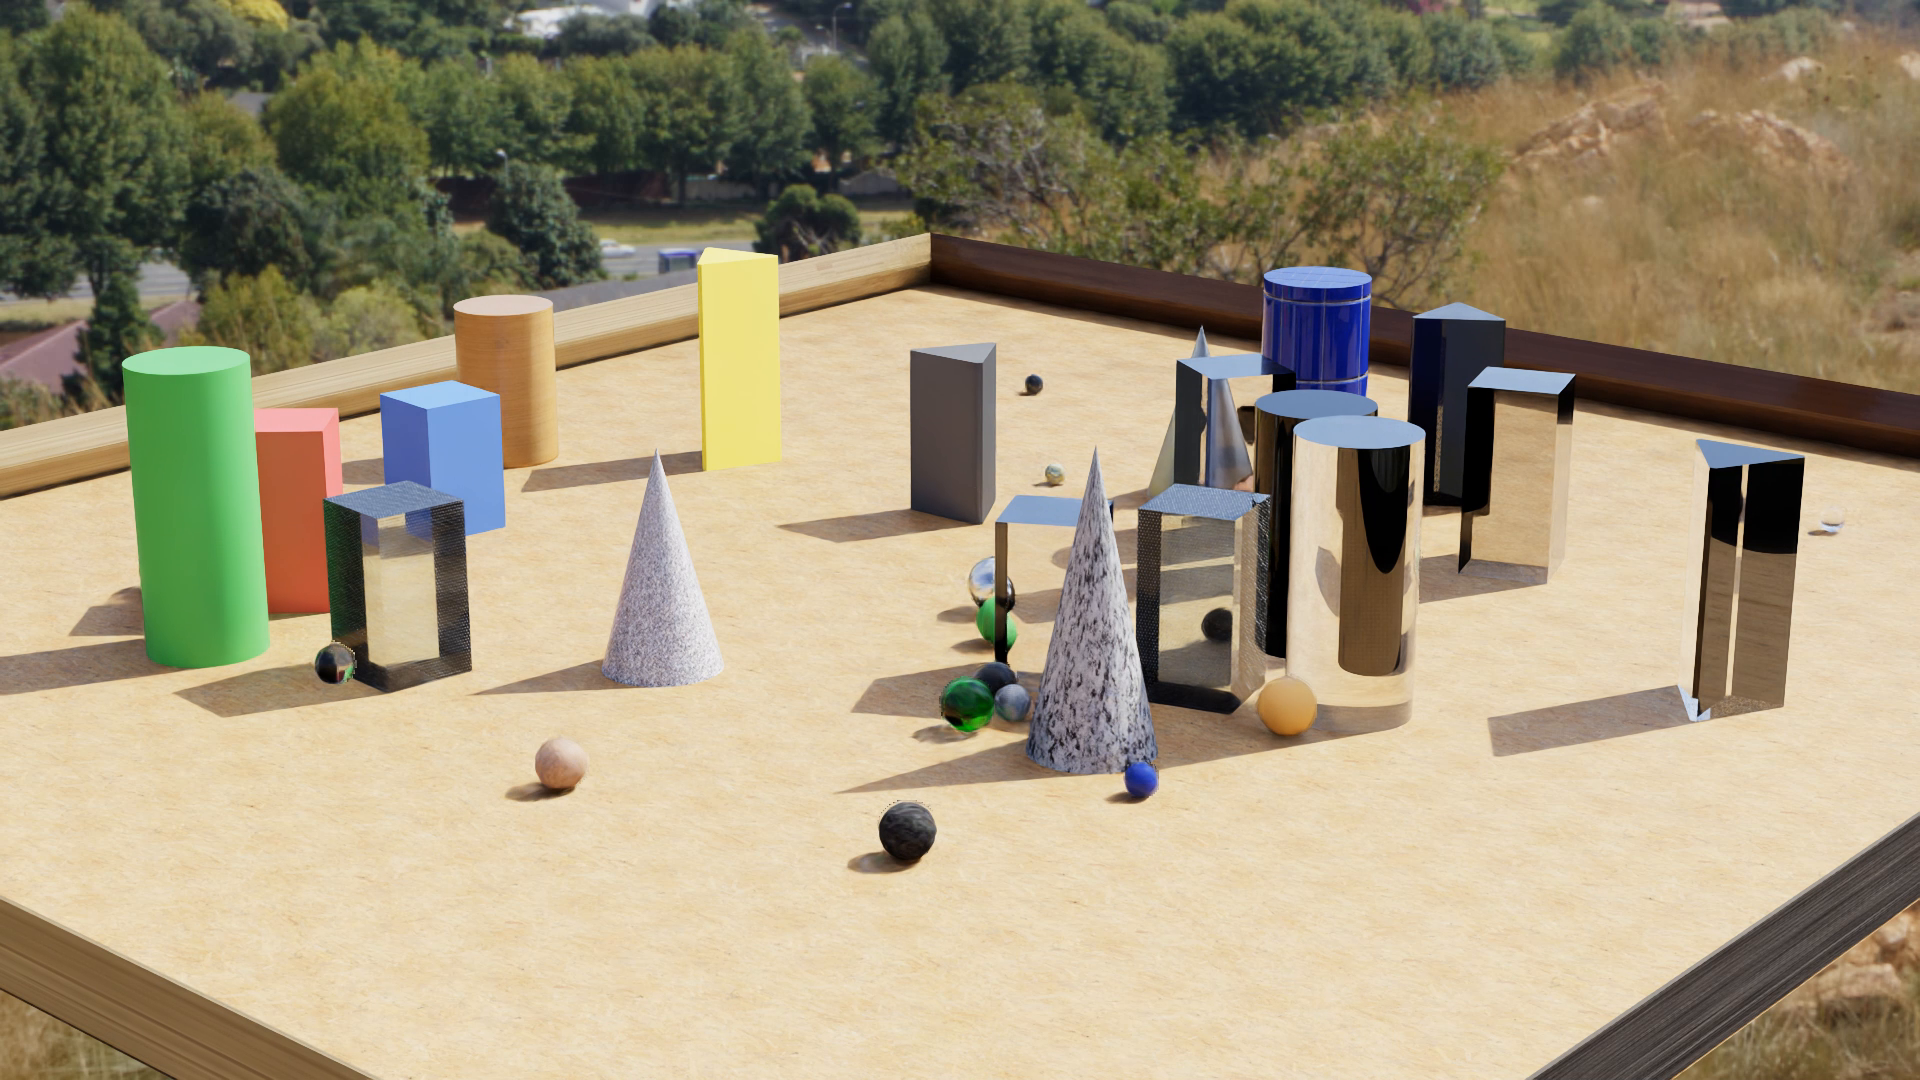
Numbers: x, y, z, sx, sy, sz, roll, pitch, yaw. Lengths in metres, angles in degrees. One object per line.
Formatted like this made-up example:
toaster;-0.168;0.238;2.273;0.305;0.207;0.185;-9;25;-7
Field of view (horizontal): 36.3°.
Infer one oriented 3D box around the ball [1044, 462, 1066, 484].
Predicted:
ball;0.189;-0.132;5.819;0.043;0.043;0.043;0;17;0

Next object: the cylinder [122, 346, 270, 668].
cylinder;-1.245;-0.055;4.790;0.200;0.490;0.200;0;17;0

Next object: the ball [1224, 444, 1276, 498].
ball;0.539;-0.128;5.450;0.100;0.100;0.100;0;17;0

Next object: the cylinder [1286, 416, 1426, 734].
cylinder;0.605;0.051;4.507;0.200;0.450;0.200;0;17;0

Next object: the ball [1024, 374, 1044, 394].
ball;0.165;-0.347;6.534;0.043;0.043;0.043;0;17;0

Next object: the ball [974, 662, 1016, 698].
ball;0.055;0.224;4.595;0.067;0.067;0.067;0;17;0

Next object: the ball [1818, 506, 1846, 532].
ball;1.636;-0.039;5.501;0.048;0.048;0.048;0;17;0

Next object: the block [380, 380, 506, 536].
block;-0.970;-0.149;5.505;0.160;0.257;0.160;-15;22;-41

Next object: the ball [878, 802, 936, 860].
ball;-0.072;0.397;4.000;0.079;0.079;0.079;0;17;0

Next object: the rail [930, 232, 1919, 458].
rail;1.281;-0.393;6.532;3.643;0.130;0.045;14;22;39

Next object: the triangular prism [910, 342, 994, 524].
triangular prism;0.019;-0.212;5.614;0.173;0.314;0.150;13;21;38

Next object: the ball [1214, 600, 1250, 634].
ball;0.456;0.129;4.924;0.060;0.060;0.060;0;17;0

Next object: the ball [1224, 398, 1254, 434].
ball;0.582;-0.260;6.187;0.077;0.077;0.077;0;17;0

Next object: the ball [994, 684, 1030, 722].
ball;0.081;0.251;4.524;0.057;0.057;0.057;0;17;0

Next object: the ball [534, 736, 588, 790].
ball;-0.578;0.324;4.250;0.076;0.076;0.076;0;17;0

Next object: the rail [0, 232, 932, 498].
rail;-1.357;-0.307;6.248;0.045;0.130;3.955;14;22;39

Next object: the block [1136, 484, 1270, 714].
block;0.381;0.091;4.610;0.160;0.314;0.160;8;18;24

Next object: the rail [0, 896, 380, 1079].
rail;-1.281;0.458;3.707;3.643;0.130;0.045;14;22;39

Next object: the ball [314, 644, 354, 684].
ball;-1.000;0.198;4.688;0.063;0.063;0.063;0;17;0

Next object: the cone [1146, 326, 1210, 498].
cone;0.467;-0.254;5.708;0.200;0.340;0.200;0;17;0

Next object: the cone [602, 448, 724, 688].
cone;-0.483;0.029;4.718;0.200;0.371;0.200;0;17;0

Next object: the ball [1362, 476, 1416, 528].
ball;0.808;-0.072;5.523;0.099;0.099;0.099;0;17;0

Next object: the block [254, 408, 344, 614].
block;-1.159;-0.051;5.068;0.160;0.322;0.160;-1;17;-2

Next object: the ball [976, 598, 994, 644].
ball;0.068;0.133;4.873;0.080;0.080;0.080;0;17;0

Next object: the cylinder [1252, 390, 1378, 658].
cylinder;0.581;-0.026;4.835;0.200;0.408;0.200;0;17;0

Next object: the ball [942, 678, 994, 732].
ball;0.012;0.252;4.477;0.081;0.081;0.081;0;17;0

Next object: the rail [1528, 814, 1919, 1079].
rail;1.357;0.372;3.991;0.045;0.130;3.955;14;22;39

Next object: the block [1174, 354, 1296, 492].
block;0.486;-0.126;5.218;0.160;0.378;0.160;-6;18;-18

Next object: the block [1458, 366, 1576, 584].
block;0.996;-0.117;5.245;0.160;0.347;0.160;7;18;21

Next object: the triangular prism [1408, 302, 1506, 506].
triangular prism;0.959;-0.265;5.694;0.173;0.370;0.150;2;17;8

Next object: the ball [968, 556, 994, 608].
ball;0.061;0.076;5.034;0.097;0.097;0.097;0;17;0

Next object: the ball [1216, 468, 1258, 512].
ball;0.533;-0.097;5.629;0.086;0.086;0.086;0;17;0

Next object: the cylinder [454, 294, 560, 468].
cylinder;-0.925;-0.324;5.984;0.200;0.317;0.200;0;17;0

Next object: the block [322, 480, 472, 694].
block;-0.903;0.073;4.712;0.160;0.289;0.160;-15;23;-41

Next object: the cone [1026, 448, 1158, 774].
cone;0.198;0.087;4.338;0.200;0.477;0.200;0;17;0

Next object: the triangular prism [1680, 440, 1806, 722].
triangular prism;1.182;0.056;4.568;0.173;0.405;0.150;-7;18;-22

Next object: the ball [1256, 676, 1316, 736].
ball;0.497;0.253;4.462;0.089;0.089;0.089;0;17;0

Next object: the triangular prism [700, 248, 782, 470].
triangular prism;-0.476;-0.373;5.960;0.173;0.423;0.150;-9;19;-28

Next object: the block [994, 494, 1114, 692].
block;0.150;0.087;4.683;0.160;0.278;0.160;4;17;12

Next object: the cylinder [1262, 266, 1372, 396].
cylinder;0.663;-0.262;5.506;0.200;0.472;0.200;0;17;0

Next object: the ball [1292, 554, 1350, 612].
ball;0.621;0.074;5.039;0.098;0.098;0.098;0;17;0

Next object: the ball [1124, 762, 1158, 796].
ball;0.260;0.345;4.223;0.050;0.050;0.050;0;17;0
